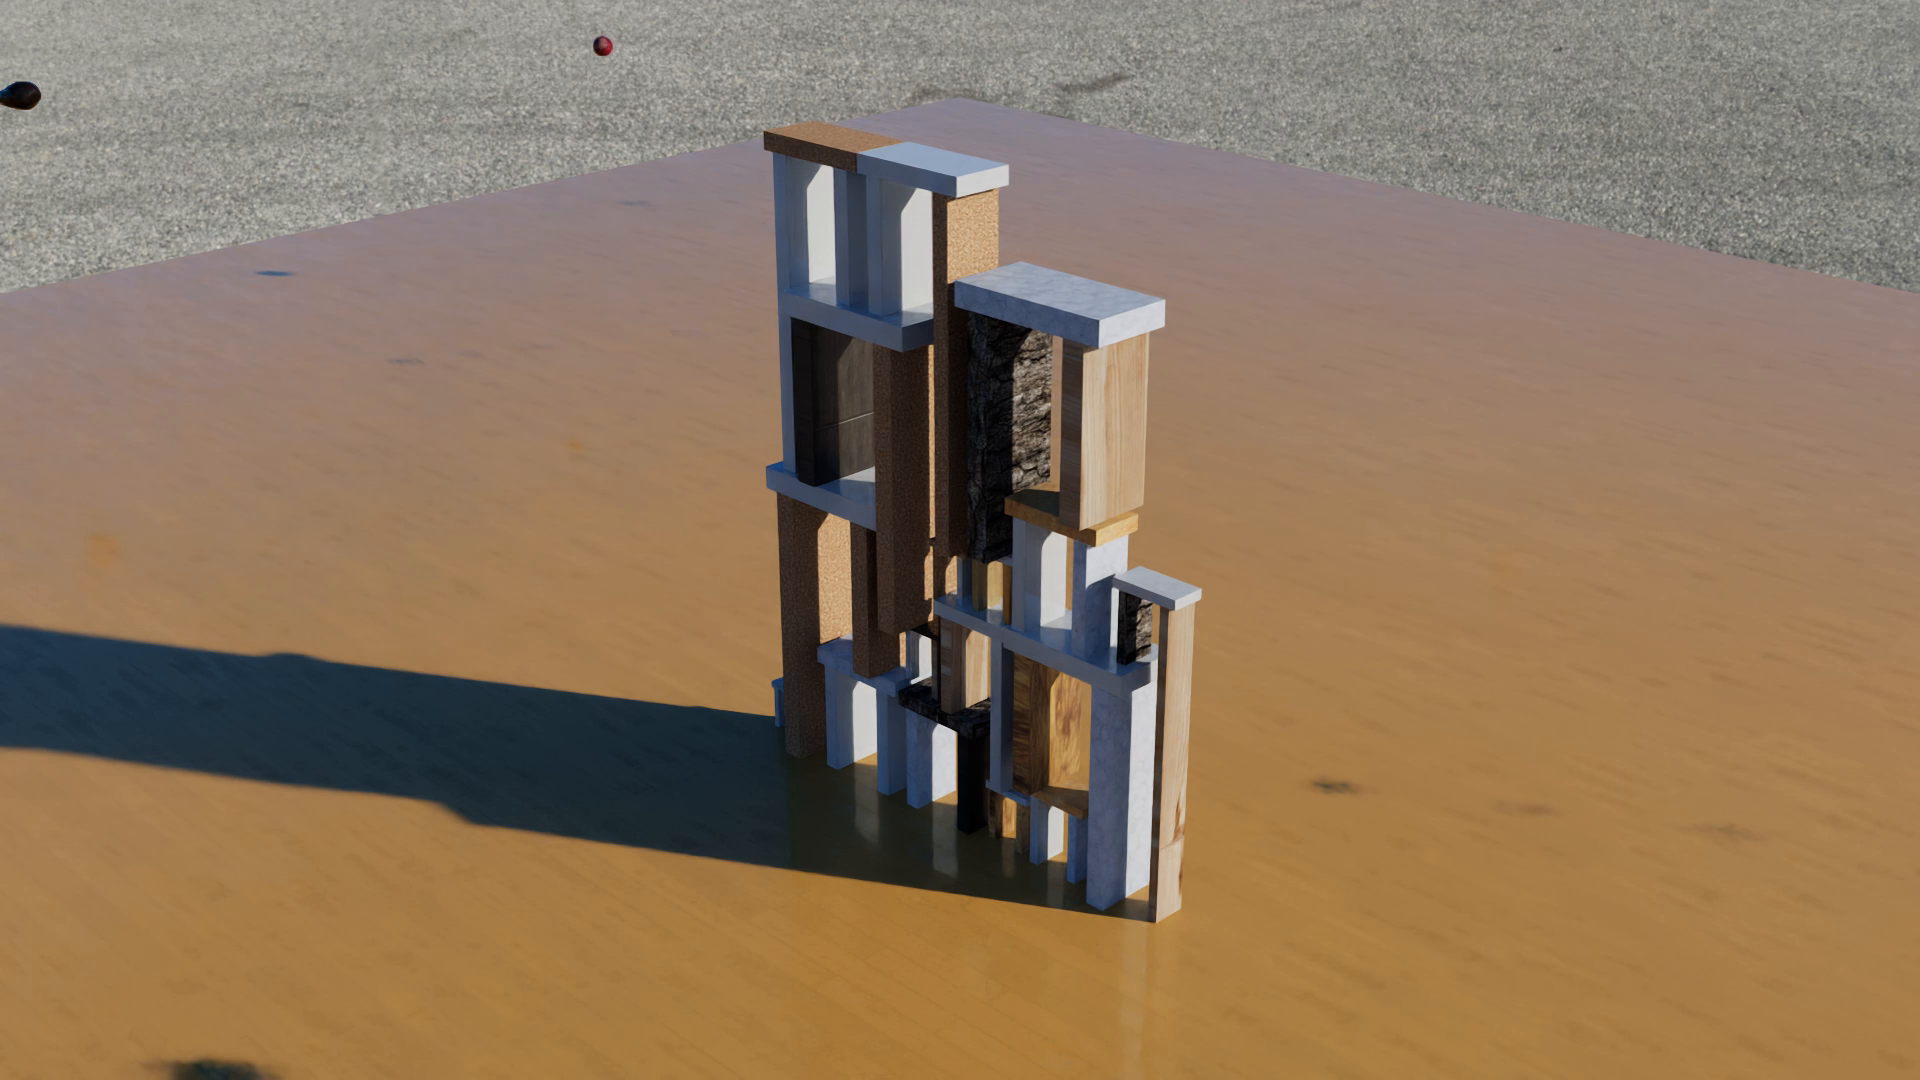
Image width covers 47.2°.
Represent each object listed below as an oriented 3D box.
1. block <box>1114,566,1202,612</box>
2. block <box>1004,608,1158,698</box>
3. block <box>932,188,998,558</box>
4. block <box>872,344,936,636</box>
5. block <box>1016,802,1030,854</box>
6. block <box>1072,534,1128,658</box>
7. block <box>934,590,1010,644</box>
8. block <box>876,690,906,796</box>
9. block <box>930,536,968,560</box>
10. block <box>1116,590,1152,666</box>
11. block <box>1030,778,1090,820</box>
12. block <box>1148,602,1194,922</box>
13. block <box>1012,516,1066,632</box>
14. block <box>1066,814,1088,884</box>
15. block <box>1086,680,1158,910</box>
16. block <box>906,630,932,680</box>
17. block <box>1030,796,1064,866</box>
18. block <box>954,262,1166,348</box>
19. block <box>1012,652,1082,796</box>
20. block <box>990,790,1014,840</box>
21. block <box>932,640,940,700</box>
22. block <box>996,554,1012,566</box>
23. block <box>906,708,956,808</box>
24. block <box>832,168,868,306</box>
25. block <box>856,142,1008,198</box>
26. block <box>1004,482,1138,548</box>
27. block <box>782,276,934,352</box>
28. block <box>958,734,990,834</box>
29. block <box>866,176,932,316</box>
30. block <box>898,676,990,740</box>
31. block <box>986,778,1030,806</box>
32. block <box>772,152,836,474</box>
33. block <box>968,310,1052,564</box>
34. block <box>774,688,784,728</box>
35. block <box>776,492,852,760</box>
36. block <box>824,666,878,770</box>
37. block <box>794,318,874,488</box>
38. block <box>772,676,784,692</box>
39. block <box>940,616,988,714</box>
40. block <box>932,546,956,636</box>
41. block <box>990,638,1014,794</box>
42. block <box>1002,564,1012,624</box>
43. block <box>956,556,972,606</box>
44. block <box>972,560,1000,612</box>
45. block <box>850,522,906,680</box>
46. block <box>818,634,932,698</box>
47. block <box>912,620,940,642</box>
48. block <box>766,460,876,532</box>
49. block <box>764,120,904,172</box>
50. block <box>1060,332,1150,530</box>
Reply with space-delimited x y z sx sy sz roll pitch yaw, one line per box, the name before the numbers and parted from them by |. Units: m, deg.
block | 0.348 0.085 3.889 0.143 0.020 0.072 21 31 41
block | 0.235 0.202 4.059 0.145 0.041 0.291 -21 31 -41
block | 0.011 -0.311 4.075 0.037 0.699 0.130 21 31 41
block | -0.085 -0.113 4.263 0.170 0.590 0.048 -21 31 -40
block | 0.135 0.555 4.312 0.055 0.110 0.016 -21 31 -41
block | 0.253 0.091 3.981 0.112 0.224 0.032 -21 31 -41
block | 0.056 0.143 4.227 0.102 0.029 0.203 -21 31 -40
block | -0.117 0.398 4.523 0.033 0.234 0.117 21 31 41
block | -0.007 0.011 4.230 0.099 0.014 0.050 21 31 40
block | 0.315 0.147 3.952 0.072 0.143 0.020 -21 31 -41
block | 0.204 0.488 4.209 0.147 0.021 0.073 21 31 41
block | 0.382 0.403 3.988 0.020 0.642 0.072 21 31 41
block | 0.147 0.050 4.079 0.112 0.224 0.032 -21 31 -41
block | 0.238 0.578 4.210 0.021 0.147 0.073 21 31 41
block | 0.304 0.459 4.093 0.041 0.458 0.145 21 31 41
block | -0.083 0.220 4.414 0.056 0.112 0.016 -21 31 -41
block | 0.169 0.551 4.274 0.021 0.147 0.073 21 31 41
block | 0.173 -0.417 3.867 0.344 0.049 0.172 21 31 40
block | 0.167 0.328 4.187 0.145 0.291 0.041 -21 31 -41
block | 0.083 0.535 4.359 0.016 0.110 0.055 21 31 41
block | -0.031 0.249 4.369 0.056 0.129 0.016 -21 31 -41
block | 0.079 0.019 4.150 0.121 0.017 0.061 21 31 41
block | -0.059 0.427 4.475 0.031 0.219 0.109 21 31 41
block | -0.177 -0.585 4.164 0.130 0.260 0.037 -21 31 -40
block | -0.051 -0.673 3.988 0.131 0.037 0.261 -21 31 -40
block | 0.200 -0.048 3.980 0.112 0.032 0.224 -21 31 -41
block | -0.166 -0.438 4.212 0.170 0.048 0.340 -21 31 -40
block | 0.044 0.467 4.380 0.031 0.219 0.109 21 31 41
block | -0.112 -0.560 4.103 0.130 0.261 0.037 -21 31 -40
block | -0.007 0.332 4.379 0.219 0.031 0.109 21 31 41
block | 0.109 0.487 4.311 0.055 0.016 0.110 -21 31 -41
block | -0.298 -0.455 4.353 0.037 0.648 0.130 21 31 41
block | 0.091 -0.206 4.044 0.049 0.478 0.172 21 31 40
block | -0.382 0.359 4.798 0.013 0.092 0.046 21 31 41
block | -0.297 0.161 4.616 0.047 0.597 0.165 21 31 41
block | -0.227 0.355 4.625 0.033 0.234 0.117 21 31 41
block | -0.245 -0.291 4.362 0.048 0.340 0.170 21 31 41
block | -0.361 0.319 4.758 0.092 0.013 0.046 21 31 41
block | 0.009 0.231 4.316 0.102 0.203 0.029 -21 31 -41
block | -0.030 0.094 4.291 0.049 0.186 0.014 -21 31 -40
block | 0.104 0.326 4.252 0.102 0.328 0.029 -21 31 -40
block | 0.108 0.094 4.151 0.061 0.121 0.017 -21 31 -40
block | 0.017 0.072 4.231 0.049 0.099 0.014 -21 31 -40
block | 0.051 0.071 4.204 0.061 0.121 0.017 -21 31 -40
block | -0.141 0.099 4.421 0.047 0.330 0.165 21 31 41
block | -0.172 0.253 4.522 0.234 0.033 0.117 21 31 41
block | -0.057 0.172 4.365 0.056 0.016 0.112 -21 31 -40
block | -0.219 -0.105 4.419 0.330 0.047 0.165 21 31 41
block | -0.238 -0.746 4.162 0.130 0.037 0.260 -21 31 -40
block | 0.254 -0.205 3.869 0.049 0.344 0.172 21 31 41
